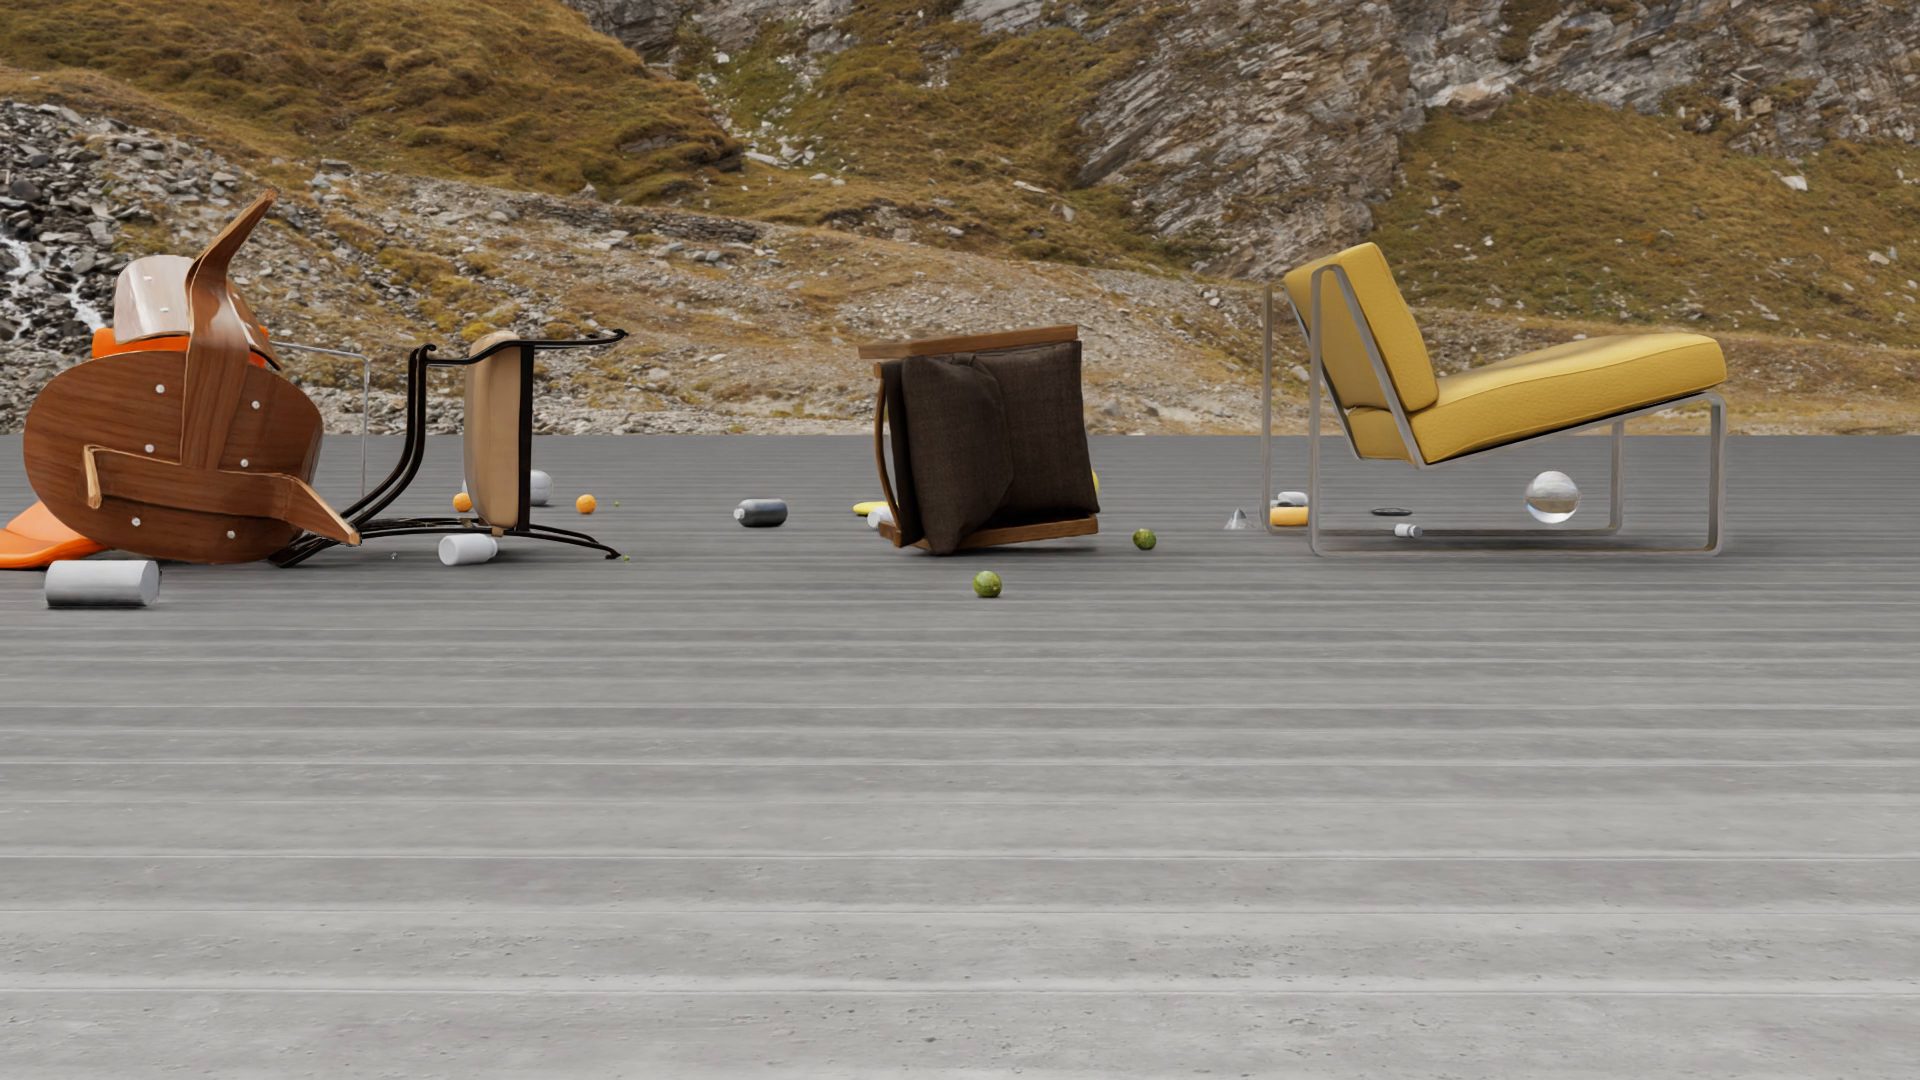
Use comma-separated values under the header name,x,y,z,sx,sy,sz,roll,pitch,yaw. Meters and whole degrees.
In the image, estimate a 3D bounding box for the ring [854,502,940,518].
name,x,y,z,sx,sy,sz,roll,pitch,yaw
ring,-0.225,-0.108,7.806,0.277,0.044,0.358,-3,5,-39

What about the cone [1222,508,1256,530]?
name,x,y,z,sx,sy,sz,roll,pitch,yaw
cone,0.899,-0.071,7.090,0.120,0.066,0.116,4,5,44

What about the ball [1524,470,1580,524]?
name,x,y,z,sx,sy,sz,roll,pitch,yaw
ball,1.980,-0.144,7.351,0.177,0.177,0.177,0,4,0

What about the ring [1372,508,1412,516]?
name,x,y,z,sx,sy,sz,roll,pitch,yaw
ring,1.536,-0.098,7.825,0.147,0.022,0.132,4,6,41

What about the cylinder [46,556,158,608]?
name,x,y,z,sx,sy,sz,roll,pitch,yaw
cylinder,-1.775,0.089,4.553,0.192,0.091,0.123,-4,25,-3

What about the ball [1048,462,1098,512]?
name,x,y,z,sx,sy,sz,roll,pitch,yaw
ball,0.416,-0.195,8.049,0.182,0.182,0.182,0,4,0

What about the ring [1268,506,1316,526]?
name,x,y,z,sx,sy,sz,roll,pitch,yaw
ring,1.095,-0.078,7.246,0.162,0.060,0.122,-1,3,6

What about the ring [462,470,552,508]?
name,x,y,z,sx,sy,sz,roll,pitch,yaw
ring,-1.738,-0.197,8.451,0.345,0.135,0.348,-2,5,-16
